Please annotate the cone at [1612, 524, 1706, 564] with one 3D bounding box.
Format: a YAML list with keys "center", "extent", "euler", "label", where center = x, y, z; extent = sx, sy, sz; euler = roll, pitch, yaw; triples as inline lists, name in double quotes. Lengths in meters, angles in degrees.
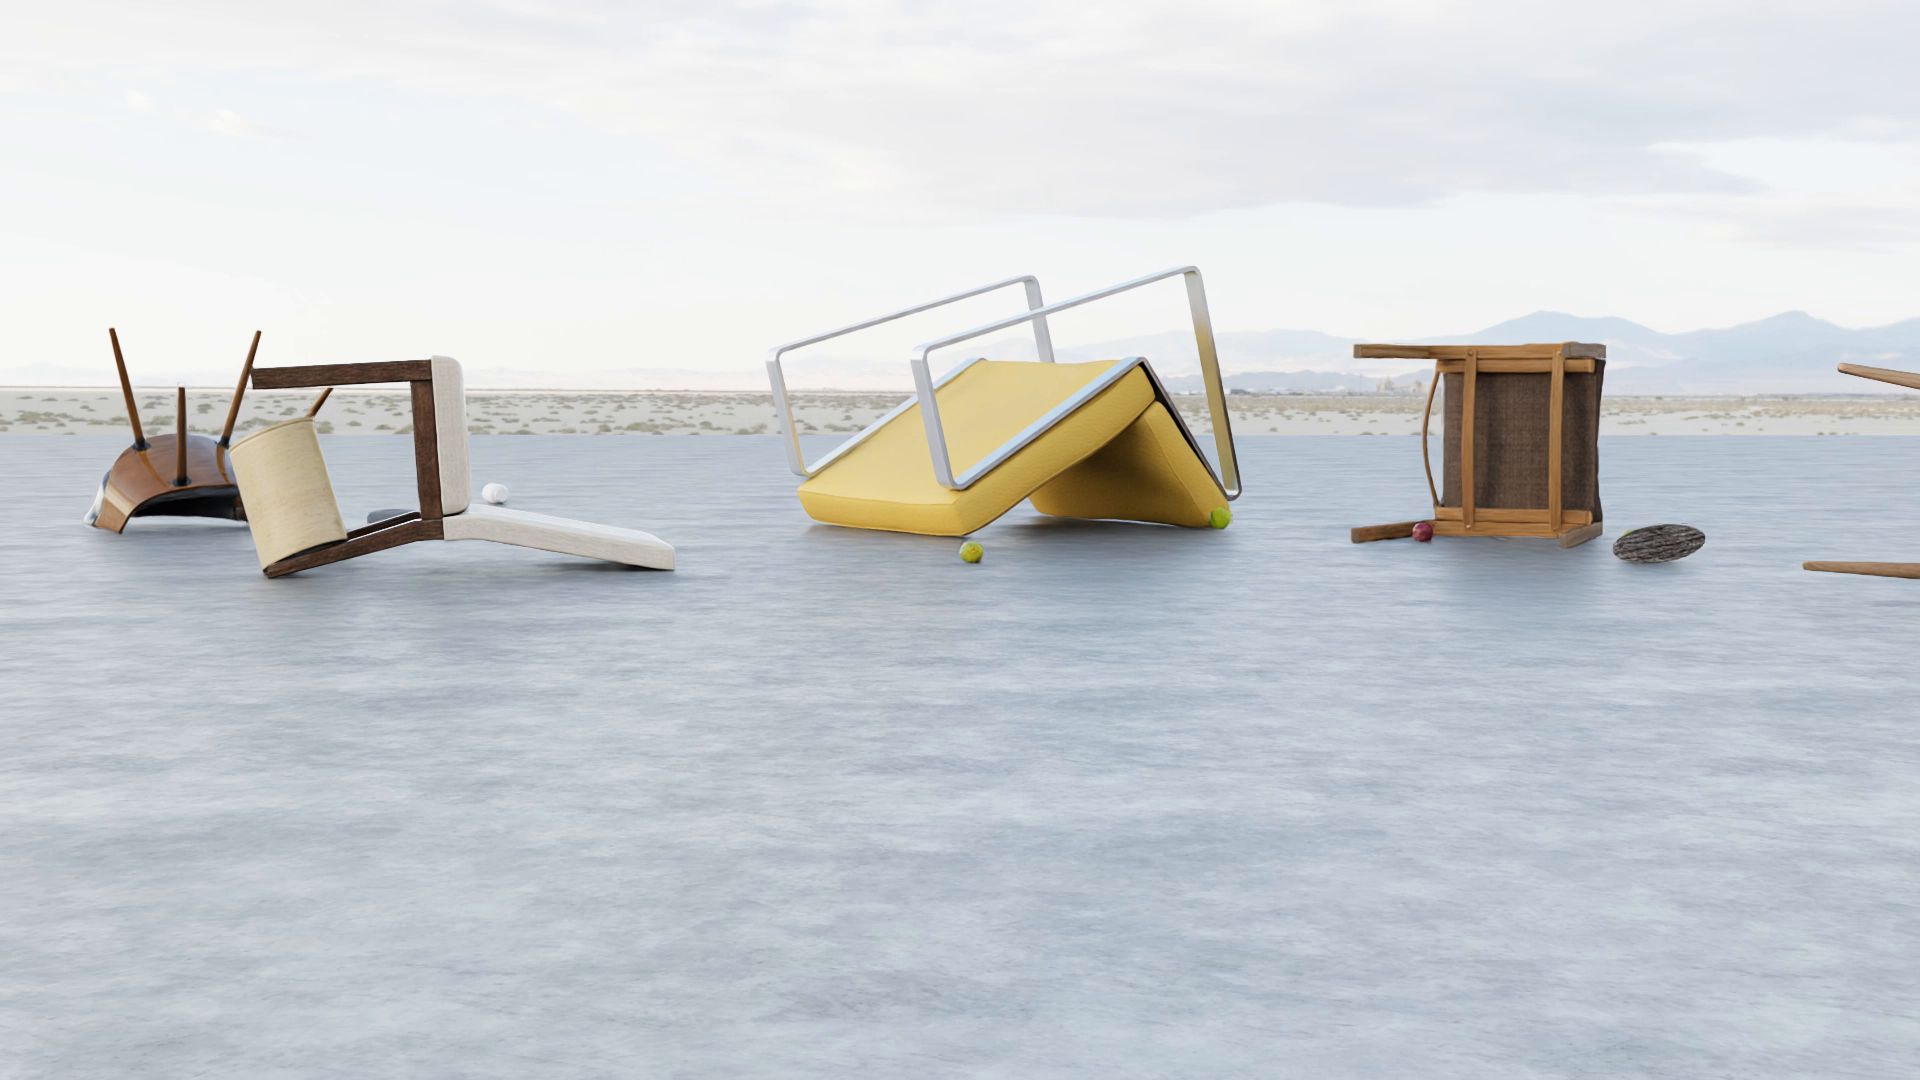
- center: [1.795, 0.030, 5.744]
  extent: [0.267, 0.100, 0.135]
  euler: [-8, -16, -12]
  label: "cone"

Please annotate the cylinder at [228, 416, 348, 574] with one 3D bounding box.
- center: [-1.627, -0.108, 5.322]
  extent: [0.259, 0.311, 0.148]
  euler: [-21, -7, 28]
  label: "cylinder"

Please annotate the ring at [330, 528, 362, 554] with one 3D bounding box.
- center: [-1.682, 0.009, 5.849]
  extent: [0.158, 0.039, 0.204]
  euler: [-22, -4, 35]
  label: "ring"

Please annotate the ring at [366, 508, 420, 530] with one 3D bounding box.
- center: [-1.817, -0.065, 7.053]
  extent: [0.168, 0.063, 0.120]
  euler: [-2, 6, -15]
  label: "ring"
